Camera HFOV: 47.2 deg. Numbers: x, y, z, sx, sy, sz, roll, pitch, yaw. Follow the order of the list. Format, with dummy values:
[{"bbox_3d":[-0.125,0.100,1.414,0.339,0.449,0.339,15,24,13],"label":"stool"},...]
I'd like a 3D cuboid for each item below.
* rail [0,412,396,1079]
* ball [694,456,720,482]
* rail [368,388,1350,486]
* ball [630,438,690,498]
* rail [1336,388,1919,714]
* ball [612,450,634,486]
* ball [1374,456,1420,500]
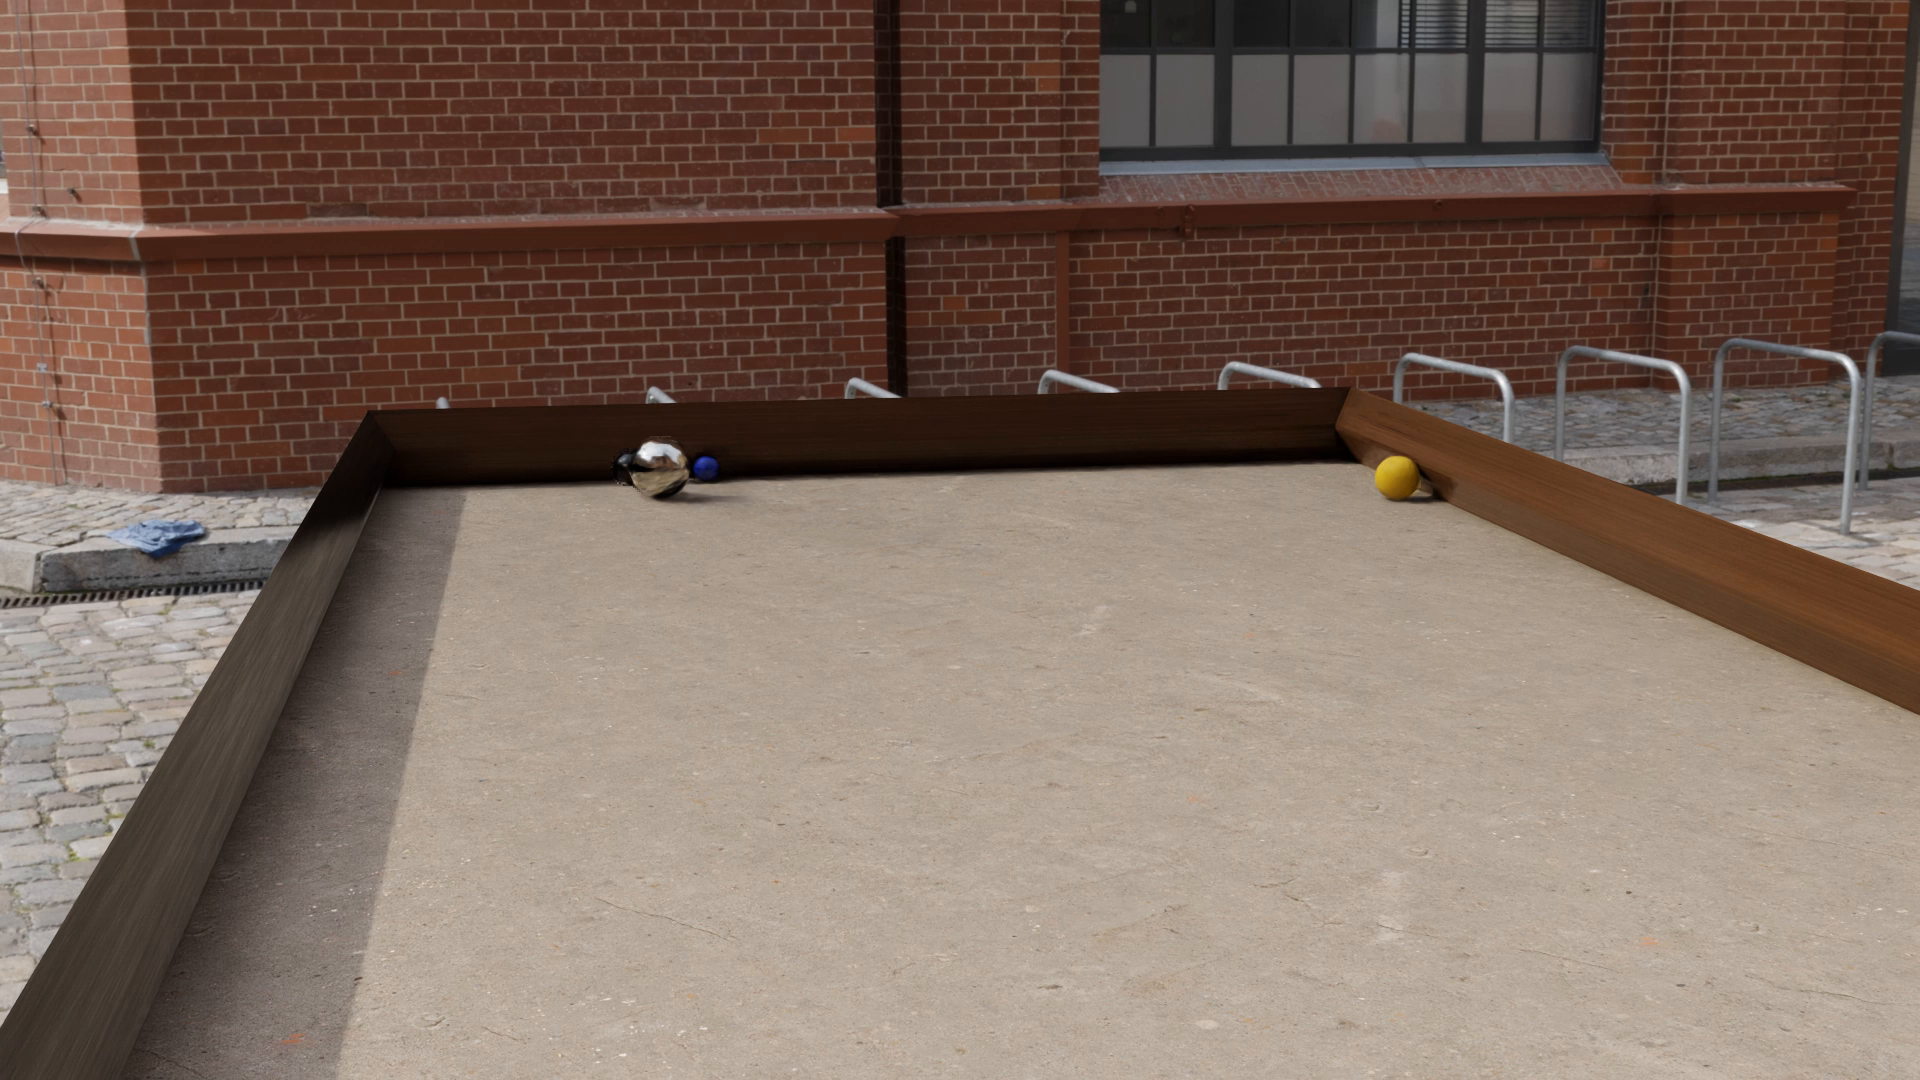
[{"bbox_3d":[-0.678,0.149,2.144,0.045,0.127,3.122,-2,11,-10],"label":"rail"},{"bbox_3d":[-0.428,-0.120,3.707,0.044,0.044,0.044,0,11,0],"label":"ball"},{"bbox_3d":[-0.135,-0.177,3.772,1.708,0.127,0.045,-2,11,-10],"label":"rail"},{"bbox_3d":[-0.484,-0.116,3.550,0.098,0.098,0.098,0,11,0],"label":"ball"},{"bbox_3d":[0.956,0.091,2.434,0.045,0.127,3.122,-2,11,-10],"label":"rail"},{"bbox_3d":[-0.550,-0.120,3.670,0.058,0.058,0.058,0,11,0],"label":"ball"},{"bbox_3d":[0.703,-0.100,3.537,0.072,0.072,0.072,0,11,0],"label":"ball"}]
